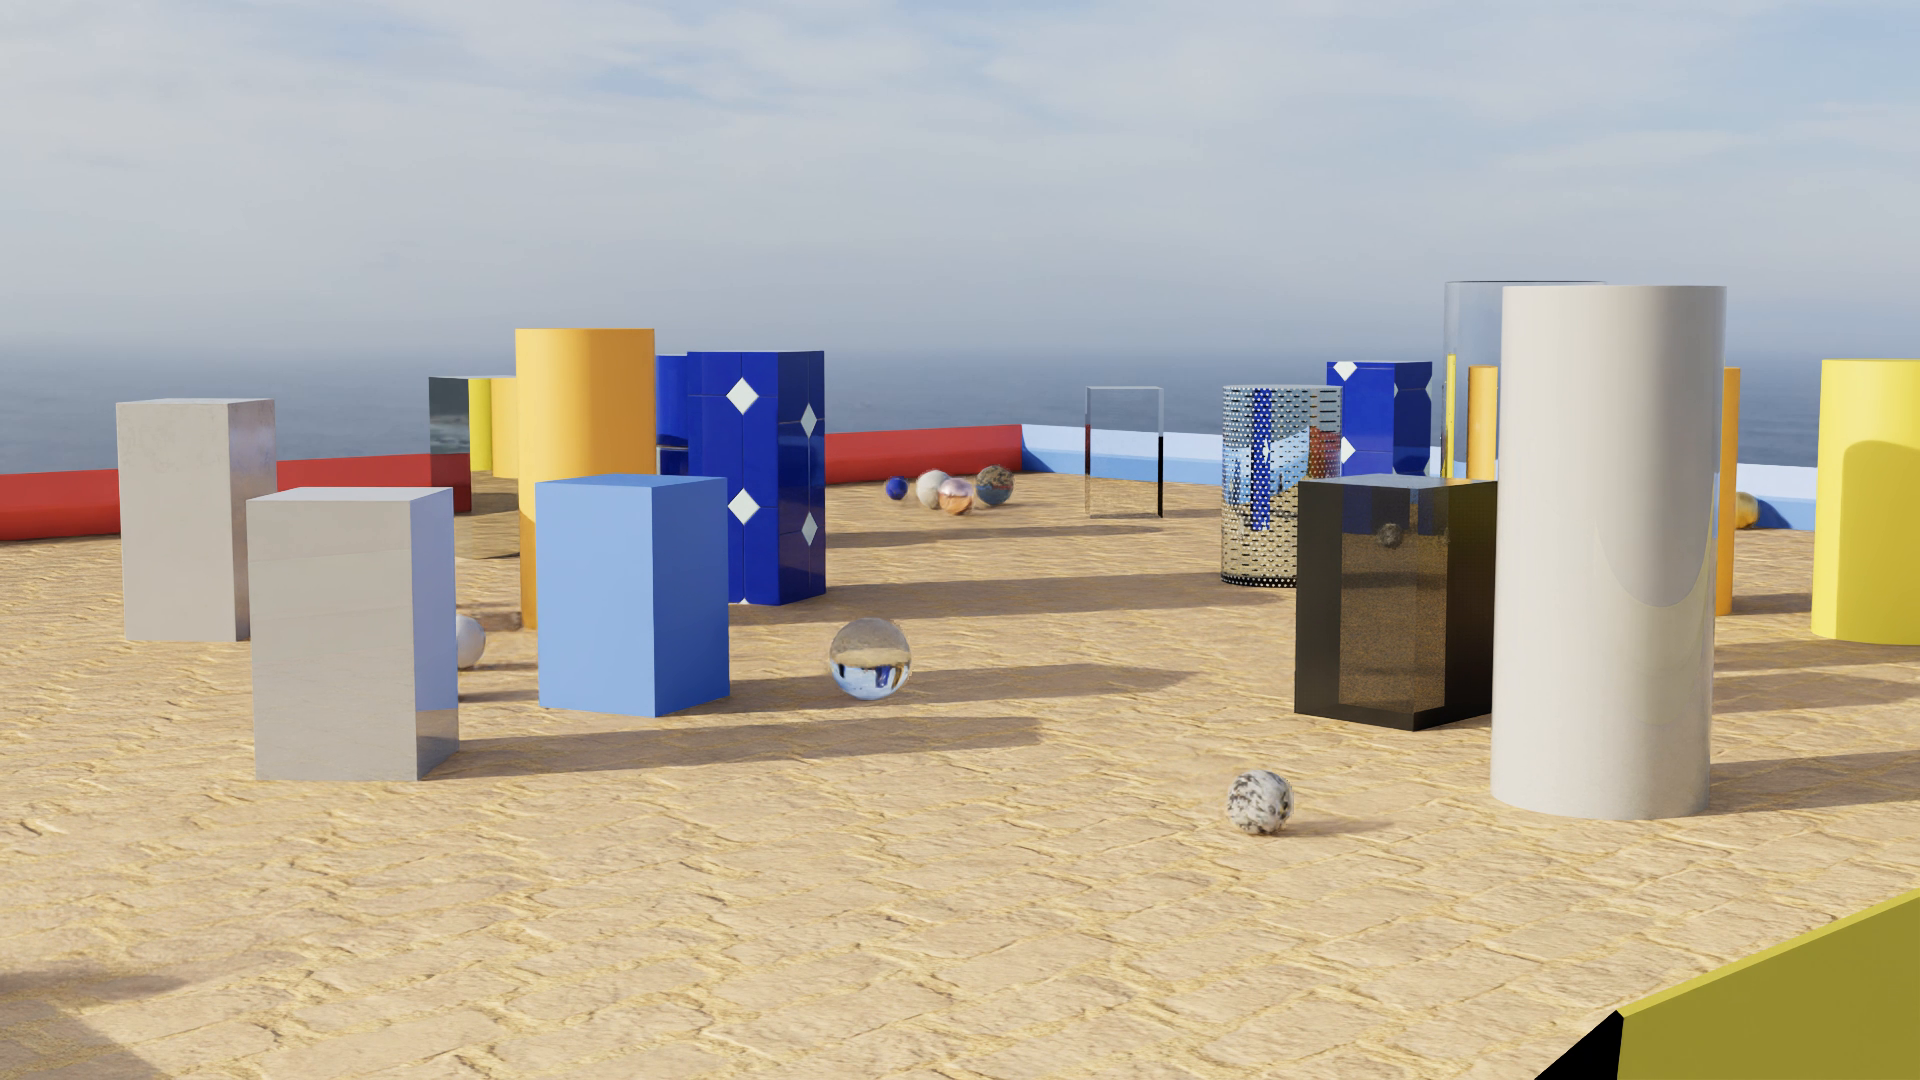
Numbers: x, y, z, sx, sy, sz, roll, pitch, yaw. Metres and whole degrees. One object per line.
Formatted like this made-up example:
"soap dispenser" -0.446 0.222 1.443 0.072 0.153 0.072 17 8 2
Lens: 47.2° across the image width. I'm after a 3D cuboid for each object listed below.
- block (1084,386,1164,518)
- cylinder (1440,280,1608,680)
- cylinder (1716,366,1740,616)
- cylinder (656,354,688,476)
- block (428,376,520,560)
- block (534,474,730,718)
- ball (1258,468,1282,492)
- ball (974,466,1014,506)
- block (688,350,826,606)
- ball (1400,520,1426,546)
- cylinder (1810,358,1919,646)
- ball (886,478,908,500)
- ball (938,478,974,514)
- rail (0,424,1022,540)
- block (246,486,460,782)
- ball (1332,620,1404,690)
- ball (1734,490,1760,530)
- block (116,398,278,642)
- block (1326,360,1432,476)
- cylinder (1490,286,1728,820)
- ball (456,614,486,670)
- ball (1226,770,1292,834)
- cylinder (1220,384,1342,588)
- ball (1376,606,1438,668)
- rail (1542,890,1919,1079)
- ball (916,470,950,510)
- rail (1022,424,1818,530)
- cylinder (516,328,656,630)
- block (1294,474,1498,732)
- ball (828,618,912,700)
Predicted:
"block" 0.353 -0.191 4.746 0.155 0.276 0.155 0 6 -1
"cylinder" 0.690 -0.078 2.710 0.193 0.477 0.193 0 6 0
"cylinder" 1.050 -0.076 3.262 0.193 0.359 0.193 0 6 0
"cylinder" -0.484 -0.175 4.204 0.193 0.358 0.193 0 6 0
"block" -0.858 -0.136 4.008 0.155 0.322 0.155 -5 8 -40
"block" -0.370 0.058 2.494 0.155 0.253 0.155 3 7 26
"ball" 0.758 -0.148 5.372 0.060 0.060 0.060 0 6 0
"ball" 0.078 -0.124 5.003 0.089 0.089 0.089 0 6 0
"block" -0.312 -0.101 3.391 0.155 0.380 0.155 3 7 23
"ball" 0.857 -0.014 4.157 0.047 0.047 0.047 0 6 0
"cylinder" 1.272 -0.057 3.000 0.193 0.375 0.193 0 6 0
"ball" -0.148 -0.120 5.148 0.052 0.052 0.052 0 6 0
"ball" -0.009 -0.096 4.786 0.080 0.080 0.080 0 6 0
"rail" -1.288 -0.113 4.721 4.015 0.126 0.045 -6 8 -42
"block" -0.588 0.087 2.145 0.155 0.267 0.155 0 6 2
"ball" 0.478 0.135 2.579 0.082 0.082 0.082 0 6 0
"ball" 1.578 -0.061 4.456 0.078 0.078 0.078 0 6 0
"block" -1.041 -0.031 3.018 0.155 0.320 0.155 1 6 5
"block" 0.853 -0.195 4.487 0.155 0.338 0.155 5 8 40
"cylinder" 0.585 0.004 1.993 0.193 0.464 0.193 0 6 0
"ball" -0.622 0.126 2.726 0.068 0.068 0.068 0 6 0
"ball" 0.254 0.223 1.869 0.055 0.055 0.055 0 6 0
"cylinder" 0.526 -0.092 3.599 0.193 0.319 0.193 0 6 0
"ball" 0.556 0.121 2.739 0.076 0.076 0.076 0 6 0
"rail" 1.288 0.179 1.944 4.015 0.126 0.045 -6 8 -42
"ball" -0.054 -0.112 4.905 0.087 0.087 0.087 0 6 0
"rail" 1.458 -0.108 4.670 0.045 0.126 3.847 -6 8 -42
"cylinder" -0.527 -0.090 3.115 0.193 0.417 0.193 0 6 0
"block" 0.479 0.063 2.419 0.155 0.258 0.155 6 8 45
"ball" -0.102 0.135 2.511 0.095 0.095 0.095 0 6 0
